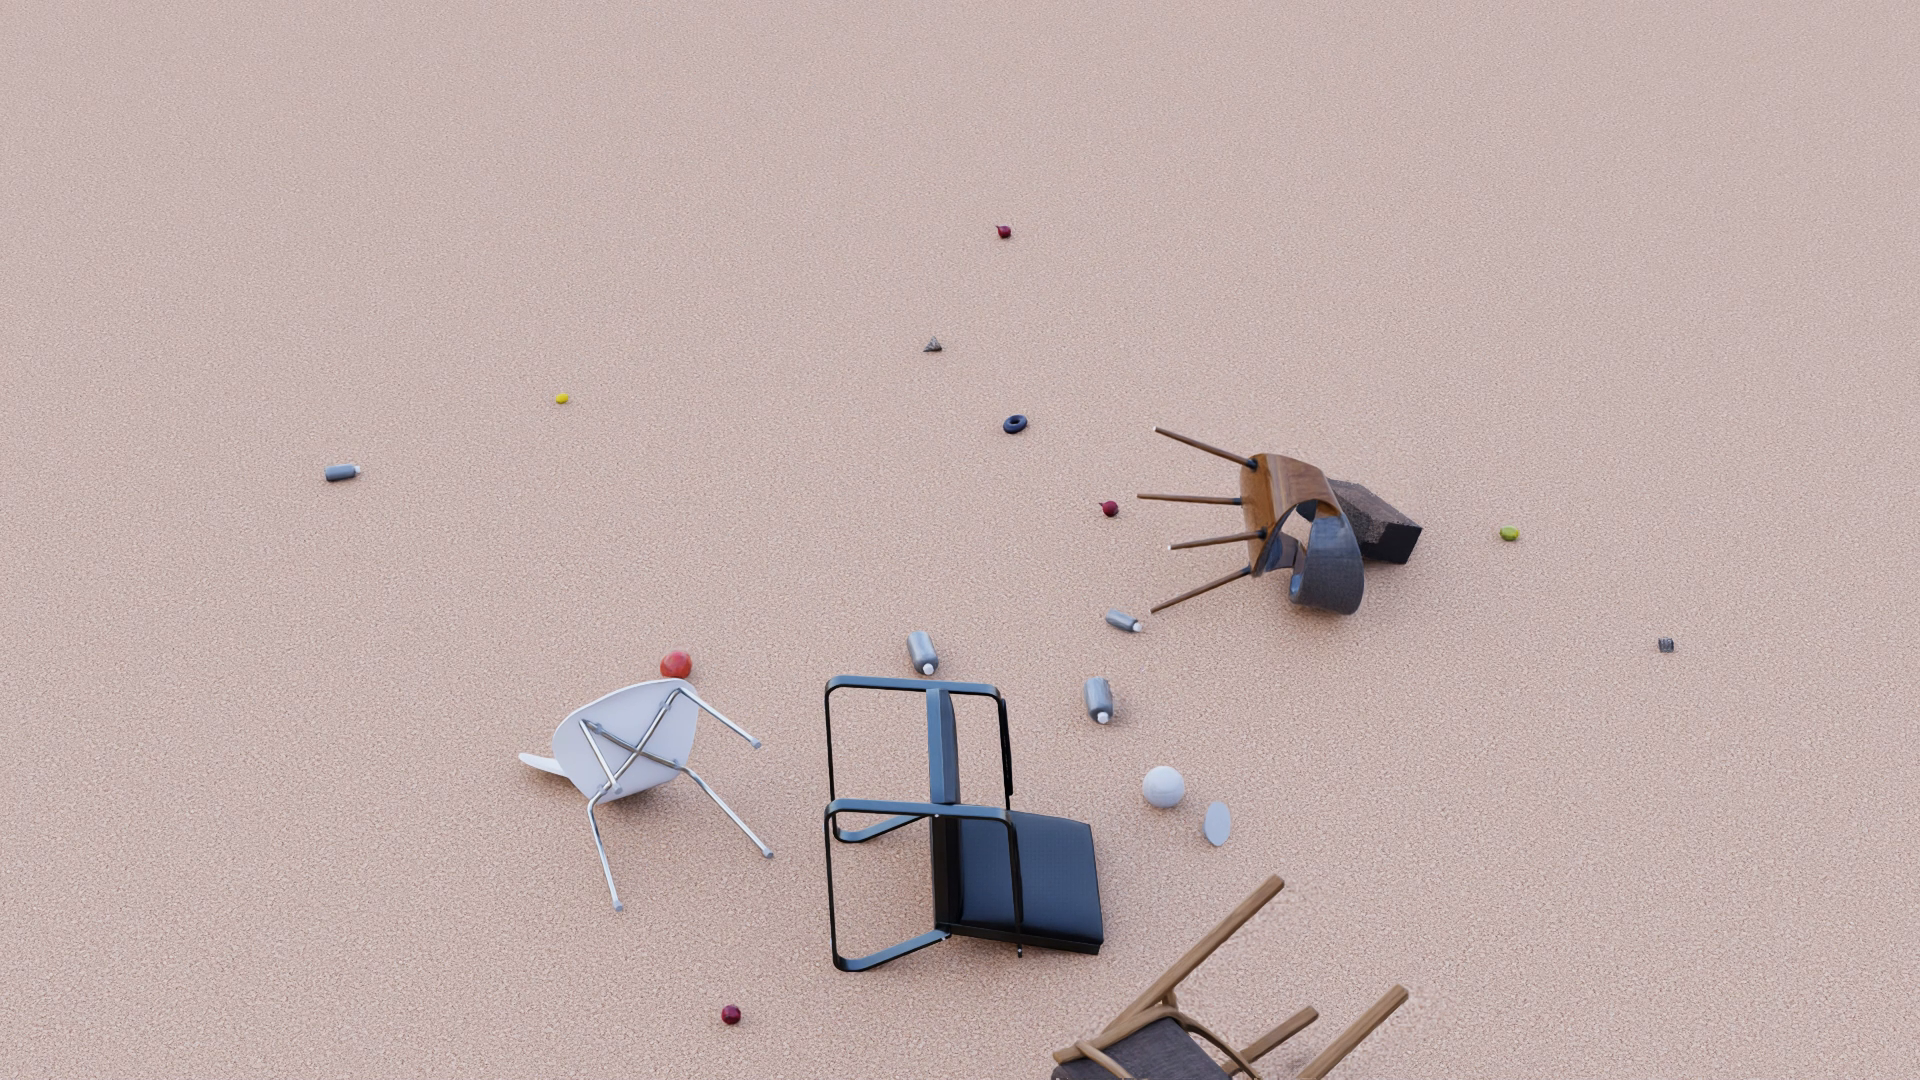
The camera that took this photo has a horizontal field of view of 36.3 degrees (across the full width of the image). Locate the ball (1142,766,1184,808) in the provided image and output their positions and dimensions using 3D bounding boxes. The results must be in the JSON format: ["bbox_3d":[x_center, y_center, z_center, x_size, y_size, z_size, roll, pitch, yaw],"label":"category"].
[{"bbox_3d":[0.666,0.808,9.592,0.139,0.139,0.139,0,33,0],"label":"ball"}]

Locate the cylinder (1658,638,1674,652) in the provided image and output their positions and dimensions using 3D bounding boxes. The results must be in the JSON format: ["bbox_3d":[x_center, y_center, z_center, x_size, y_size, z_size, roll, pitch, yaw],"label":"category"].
[{"bbox_3d":[2.492,0.370,10.344,0.040,0.043,0.044,-4,50,-6],"label":"cylinder"}]

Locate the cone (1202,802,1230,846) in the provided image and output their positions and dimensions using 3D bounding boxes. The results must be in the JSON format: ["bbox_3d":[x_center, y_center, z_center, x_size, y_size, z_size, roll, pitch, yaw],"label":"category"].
[{"bbox_3d":[0.808,0.927,9.496,0.074,0.114,0.168,-25,29,41],"label":"cone"}]

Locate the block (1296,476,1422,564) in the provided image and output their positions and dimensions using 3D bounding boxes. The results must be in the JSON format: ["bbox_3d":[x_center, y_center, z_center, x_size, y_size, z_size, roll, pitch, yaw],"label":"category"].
[{"bbox_3d":[1.472,-0.075,10.823,0.275,0.150,0.357,8,22,-41],"label":"block"}]

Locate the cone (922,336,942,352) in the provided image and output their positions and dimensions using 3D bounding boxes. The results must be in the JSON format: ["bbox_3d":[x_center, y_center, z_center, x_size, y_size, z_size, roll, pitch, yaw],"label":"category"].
[{"bbox_3d":[-0.123,-0.798,12.127,0.076,0.067,0.070,-32,69,-3],"label":"cone"}]

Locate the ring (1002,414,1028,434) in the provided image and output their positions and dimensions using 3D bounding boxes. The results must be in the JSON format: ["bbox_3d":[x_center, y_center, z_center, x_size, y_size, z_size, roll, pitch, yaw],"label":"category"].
[{"bbox_3d":[0.218,-0.460,11.611,0.087,0.034,0.128,16,37,25],"label":"ring"}]
